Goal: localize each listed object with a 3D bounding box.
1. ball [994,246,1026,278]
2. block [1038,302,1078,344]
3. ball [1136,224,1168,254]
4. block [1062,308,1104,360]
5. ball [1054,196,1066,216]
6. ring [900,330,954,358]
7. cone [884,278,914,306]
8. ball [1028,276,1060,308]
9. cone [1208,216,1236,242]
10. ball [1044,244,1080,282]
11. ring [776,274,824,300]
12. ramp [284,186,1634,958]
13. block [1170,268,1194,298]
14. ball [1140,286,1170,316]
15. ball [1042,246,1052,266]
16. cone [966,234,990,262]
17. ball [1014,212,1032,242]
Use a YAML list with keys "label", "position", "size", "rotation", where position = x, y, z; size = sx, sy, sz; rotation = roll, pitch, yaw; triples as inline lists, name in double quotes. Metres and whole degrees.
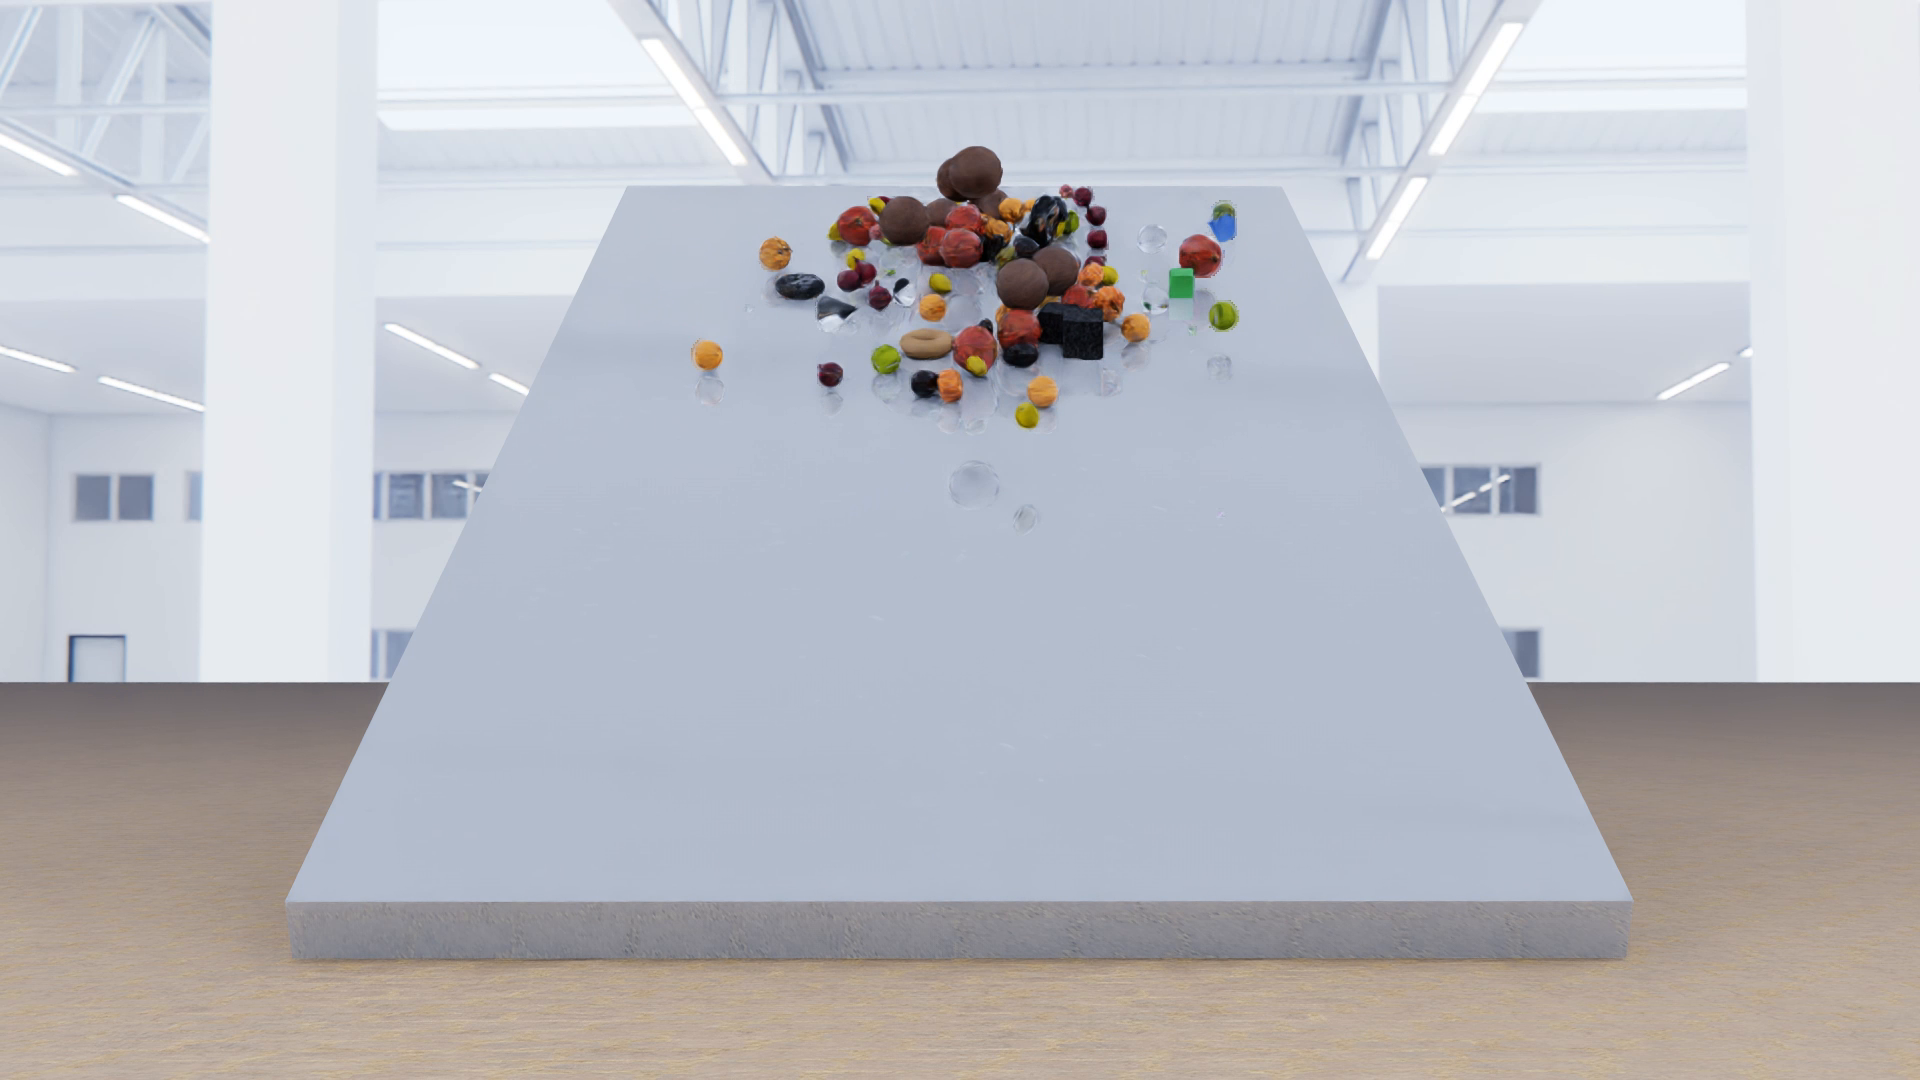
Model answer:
- label: "ball"
  position: [0.136, -0.747, 6.240]
  size: [0.084, 0.084, 0.084]
  rotation: [0, -3, 0]
- label: "block"
  position: [0.244, -0.537, 5.772]
  size: [0.080, 0.080, 0.080]
  rotation: [8, 25, 18]
- label: "ball"
  position: [0.532, -0.834, 6.439]
  size: [0.086, 0.086, 0.086]
  rotation: [0, -3, 0]
- label: "block"
  position: [0.300, -0.503, 5.676]
  size: [0.097, 0.097, 0.097]
  rotation: [1, 24, 3]
- label: "ball"
  position: [0.267, -0.941, 6.556]
  size: [0.060, 0.060, 0.060]
  rotation: [0, -3, 0]
- label: "ring"
  position: [-0.081, -0.481, 5.689]
  size: [0.134, 0.045, 0.134]
  rotation: [-1, 24, 0]
- label: "cone"
  position: [-0.171, -0.638, 6.039]
  size: [0.076, 0.076, 0.076]
  rotation: [-7, -7, 44]
- label: "ball"
  position: [0.216, -0.640, 5.999]
  size: [0.086, 0.086, 0.086]
  rotation: [0, -3, 0]
- label: "cone"
  position: [0.725, -0.889, 6.573]
  size: [0.077, 0.077, 0.077]
  rotation: [3, 16, -38]
- label: "ball"
  position: [0.269, -0.731, 6.145]
  size: [0.099, 0.099, 0.099]
  rotation: [0, -3, 0]
- label: "ring"
  position: [-0.420, -0.666, 6.105]
  size: [0.131, 0.044, 0.131]
  rotation: [0, 24, 0]
- label: "ramp"
  position: [-0.008, -0.228, 5.295]
  size: [2.000, 0.100, 4.000]
  rotation: [0, 24, 0]
- label: "block"
  position: [0.582, -0.675, 6.110]
  size: [0.061, 0.061, 0.061]
  rotation: [1, 24, 3]
- label: "ball"
  position: [0.499, -0.610, 5.946]
  size: [0.075, 0.075, 0.075]
  rotation: [0, -3, 0]
- label: "ball"
  position: [0.255, -0.760, 6.290]
  size: [0.070, 0.070, 0.070]
  rotation: [0, -3, 0]
- label: "cone"
  position: [0.059, -0.810, 6.372]
  size: [0.072, 0.072, 0.072]
  rotation: [19, 23, -8]
- label: "ball"
  position: [0.191, -0.883, 6.551]
  size: [0.081, 0.081, 0.081]
  rotation: [0, -3, 0]
